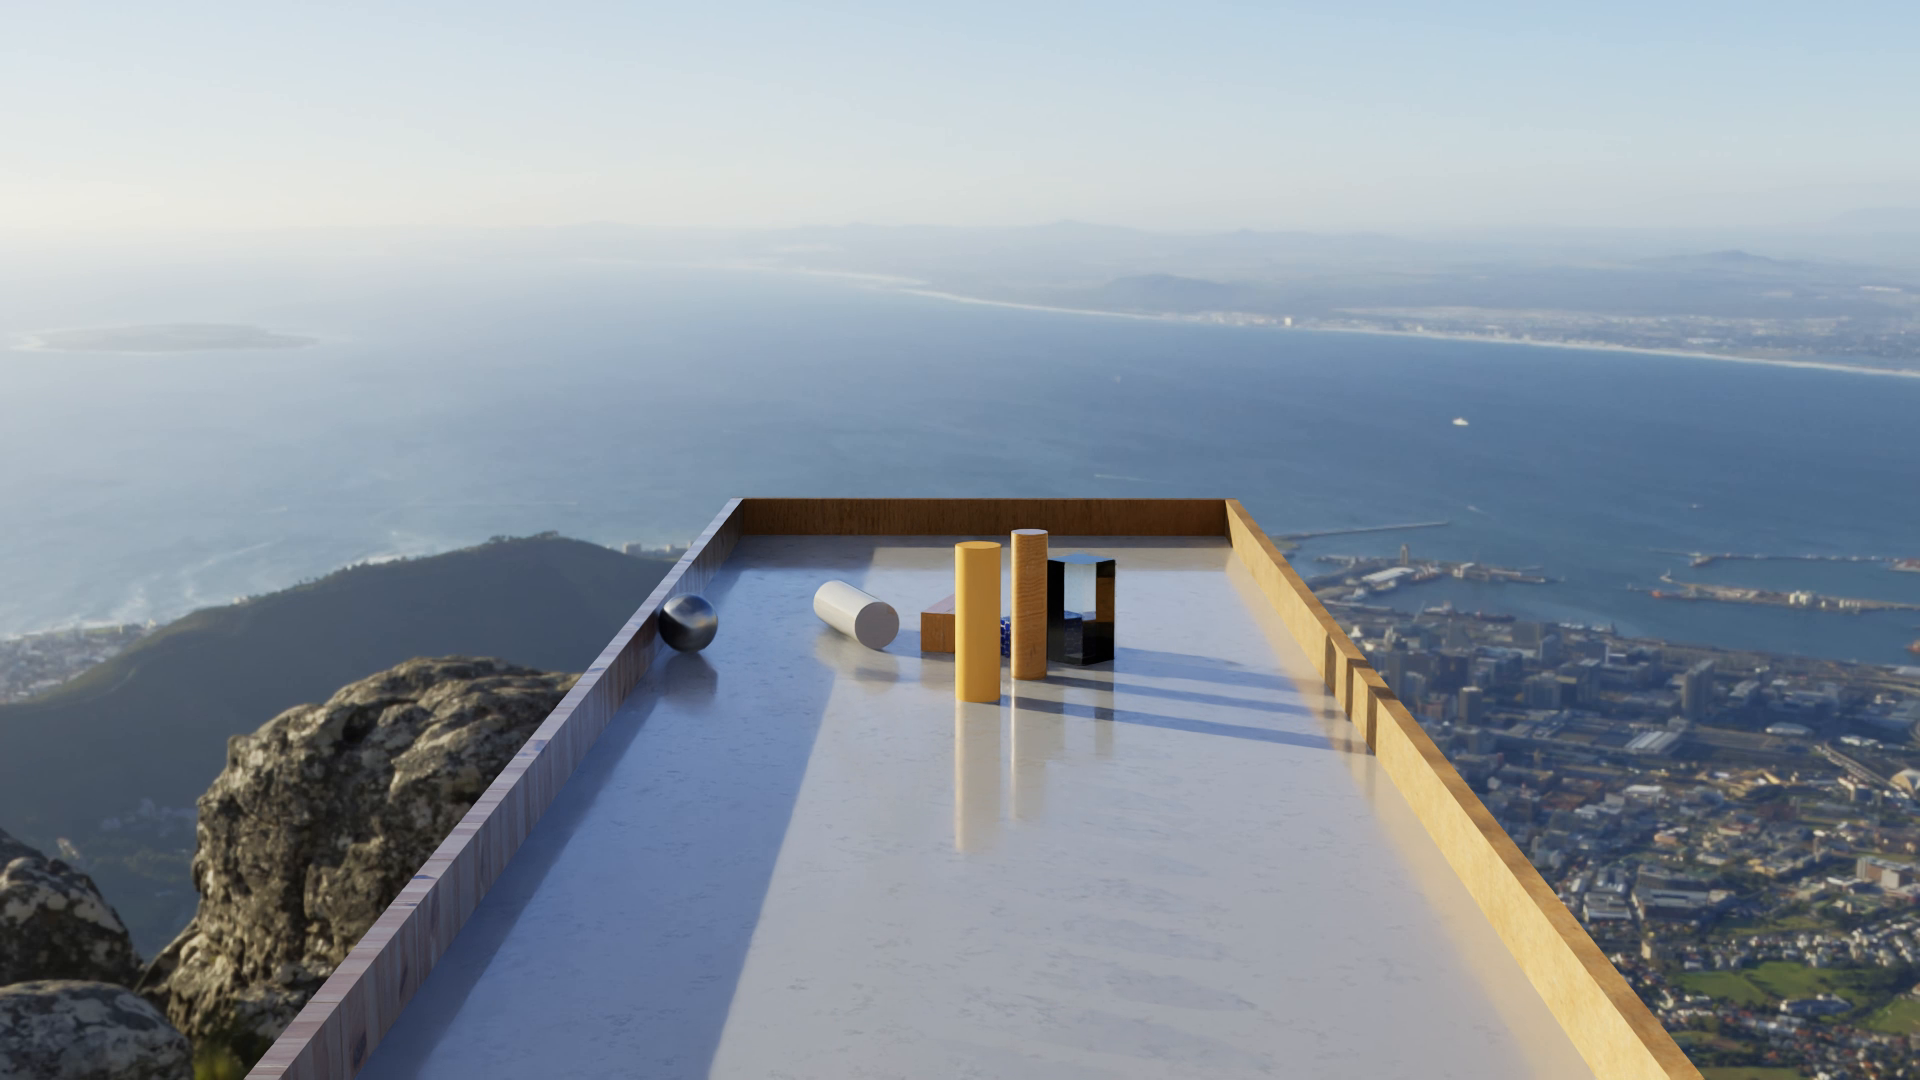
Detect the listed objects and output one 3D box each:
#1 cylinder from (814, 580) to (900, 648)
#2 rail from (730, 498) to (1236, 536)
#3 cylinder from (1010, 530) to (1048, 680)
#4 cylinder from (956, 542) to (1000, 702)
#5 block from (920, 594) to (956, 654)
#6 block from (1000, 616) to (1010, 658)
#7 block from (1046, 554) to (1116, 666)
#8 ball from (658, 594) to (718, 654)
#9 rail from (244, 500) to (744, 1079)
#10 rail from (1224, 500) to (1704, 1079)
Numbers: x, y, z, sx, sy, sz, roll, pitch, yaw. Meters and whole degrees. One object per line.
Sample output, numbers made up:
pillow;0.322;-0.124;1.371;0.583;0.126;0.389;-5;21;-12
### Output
cylinder;-0.335;0.236;7.045;0.149;0.149;0.413;-4;10;-21
rail;0.099;-0.098;9.147;2.100;0.150;0.050;0;9;1
cylinder;0.202;0.189;6.437;0.107;0.432;0.107;0;9;0
cylinder;0.051;0.229;6.174;0.128;0.436;0.128;0;9;0
block;-0.013;0.262;6.967;0.122;0.122;0.337;3;9;17
block;0.274;0.290;6.821;0.322;0.112;0.112;-5;10;-31
block;0.366;0.211;6.686;0.147;0.310;0.147;9;13;44
ball;-0.840;0.258;6.795;0.184;0.184;0.184;0;9;0
rail;-1.004;0.839;3.234;0.050;0.150;12.000;0;9;1
rail;1.046;0.843;3.208;0.050;0.150;12.000;0;9;1
